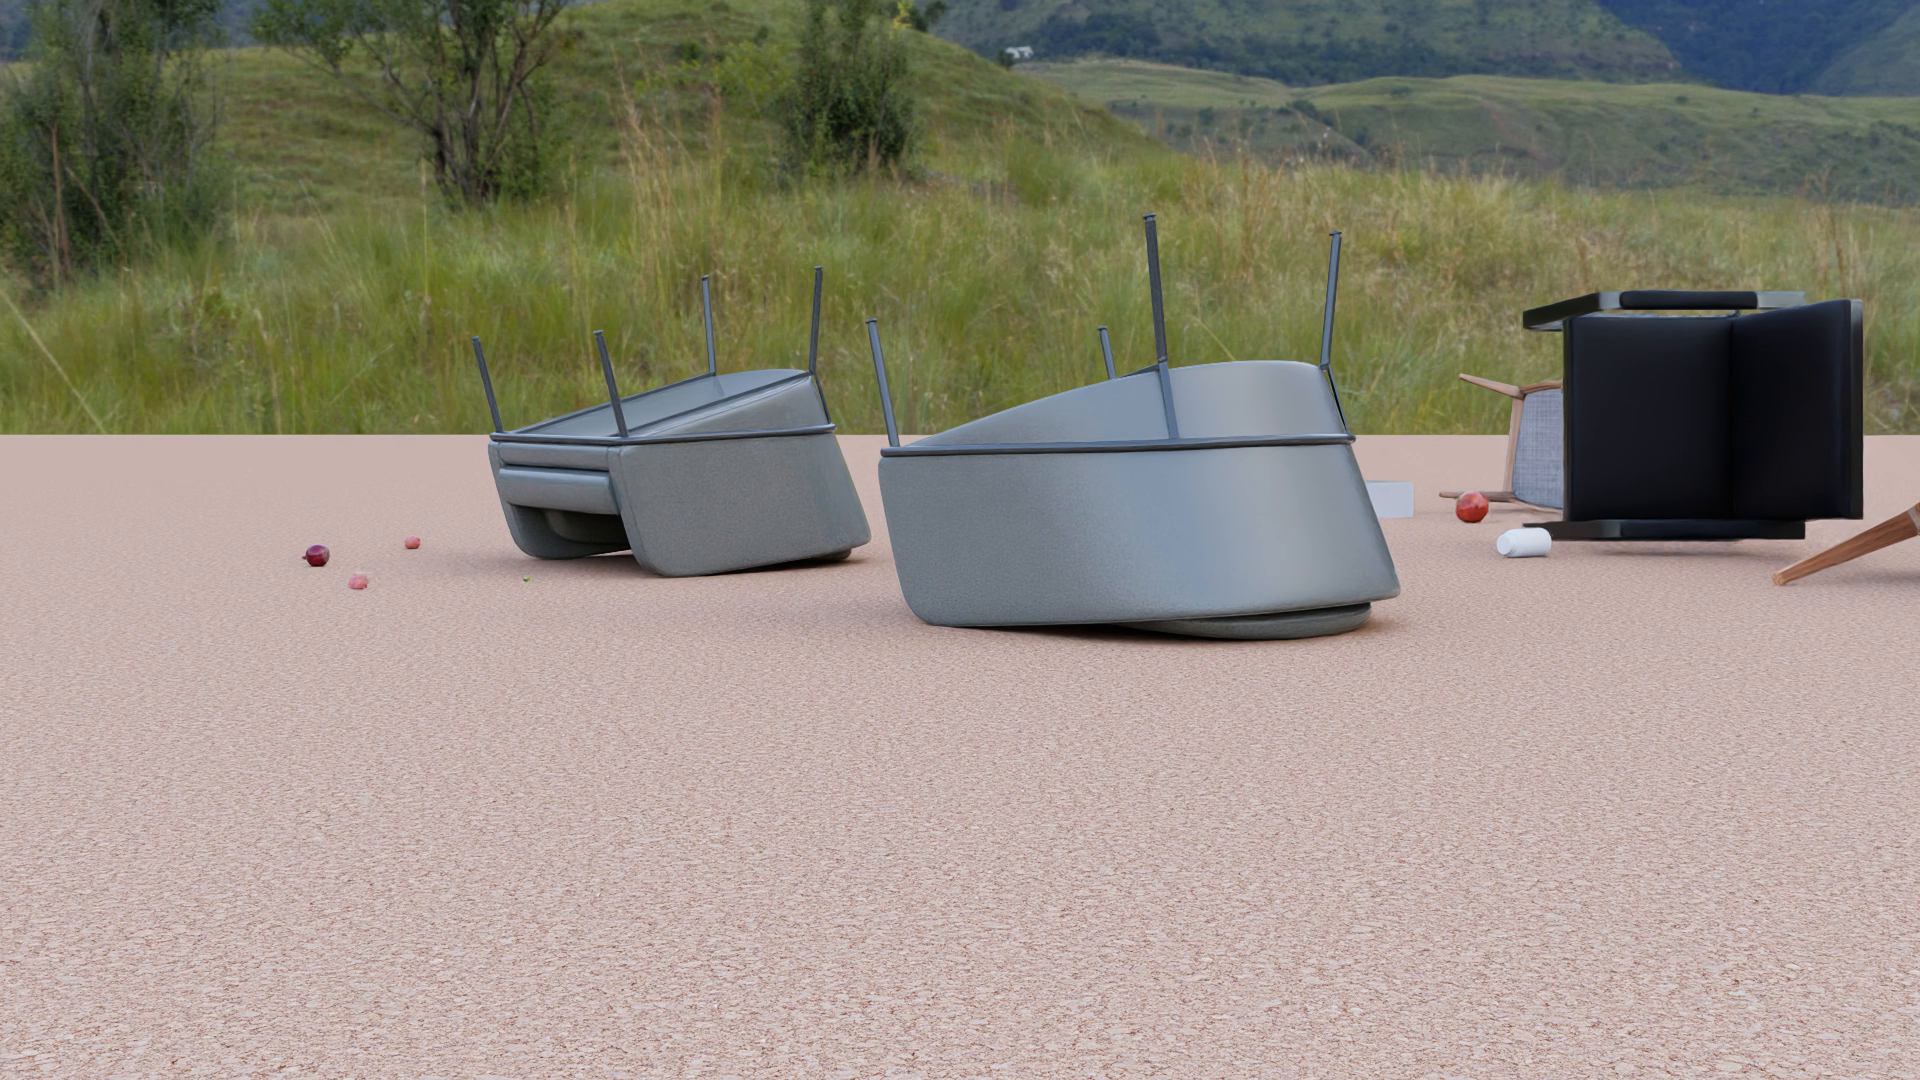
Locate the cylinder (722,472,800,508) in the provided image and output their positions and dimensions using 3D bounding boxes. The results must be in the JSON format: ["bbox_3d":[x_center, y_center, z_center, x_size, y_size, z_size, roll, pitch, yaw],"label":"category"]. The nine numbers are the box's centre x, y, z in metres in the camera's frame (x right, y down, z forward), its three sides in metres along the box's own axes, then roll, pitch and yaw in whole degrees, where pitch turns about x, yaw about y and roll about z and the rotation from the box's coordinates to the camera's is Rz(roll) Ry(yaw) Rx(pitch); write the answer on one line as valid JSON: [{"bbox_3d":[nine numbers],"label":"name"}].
[{"bbox_3d":[-0.765,-0.194,8.428,0.295,0.129,0.300,3,5,38],"label":"cylinder"}]

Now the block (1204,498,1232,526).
[{"bbox_3d":[0.860,-0.094,7.322,0.055,0.081,0.125,2,4,24],"label":"block"}]

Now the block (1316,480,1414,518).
[{"bbox_3d":[1.432,-0.147,7.778,0.187,0.123,0.286,-3,5,-35],"label":"block"}]

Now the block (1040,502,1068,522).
[{"bbox_3d":[0.322,-0.097,7.535,0.075,0.058,0.079,-2,4,-23],"label":"block"}]

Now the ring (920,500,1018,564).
[{"bbox_3d":[0.024,-0.021,5.658,0.281,0.097,0.186,-13,-32,-20],"label":"ring"}]

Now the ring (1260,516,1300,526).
[{"bbox_3d":[1.057,-0.064,7.274,0.120,0.028,0.149,-3,4,-26],"label":"ring"}]
